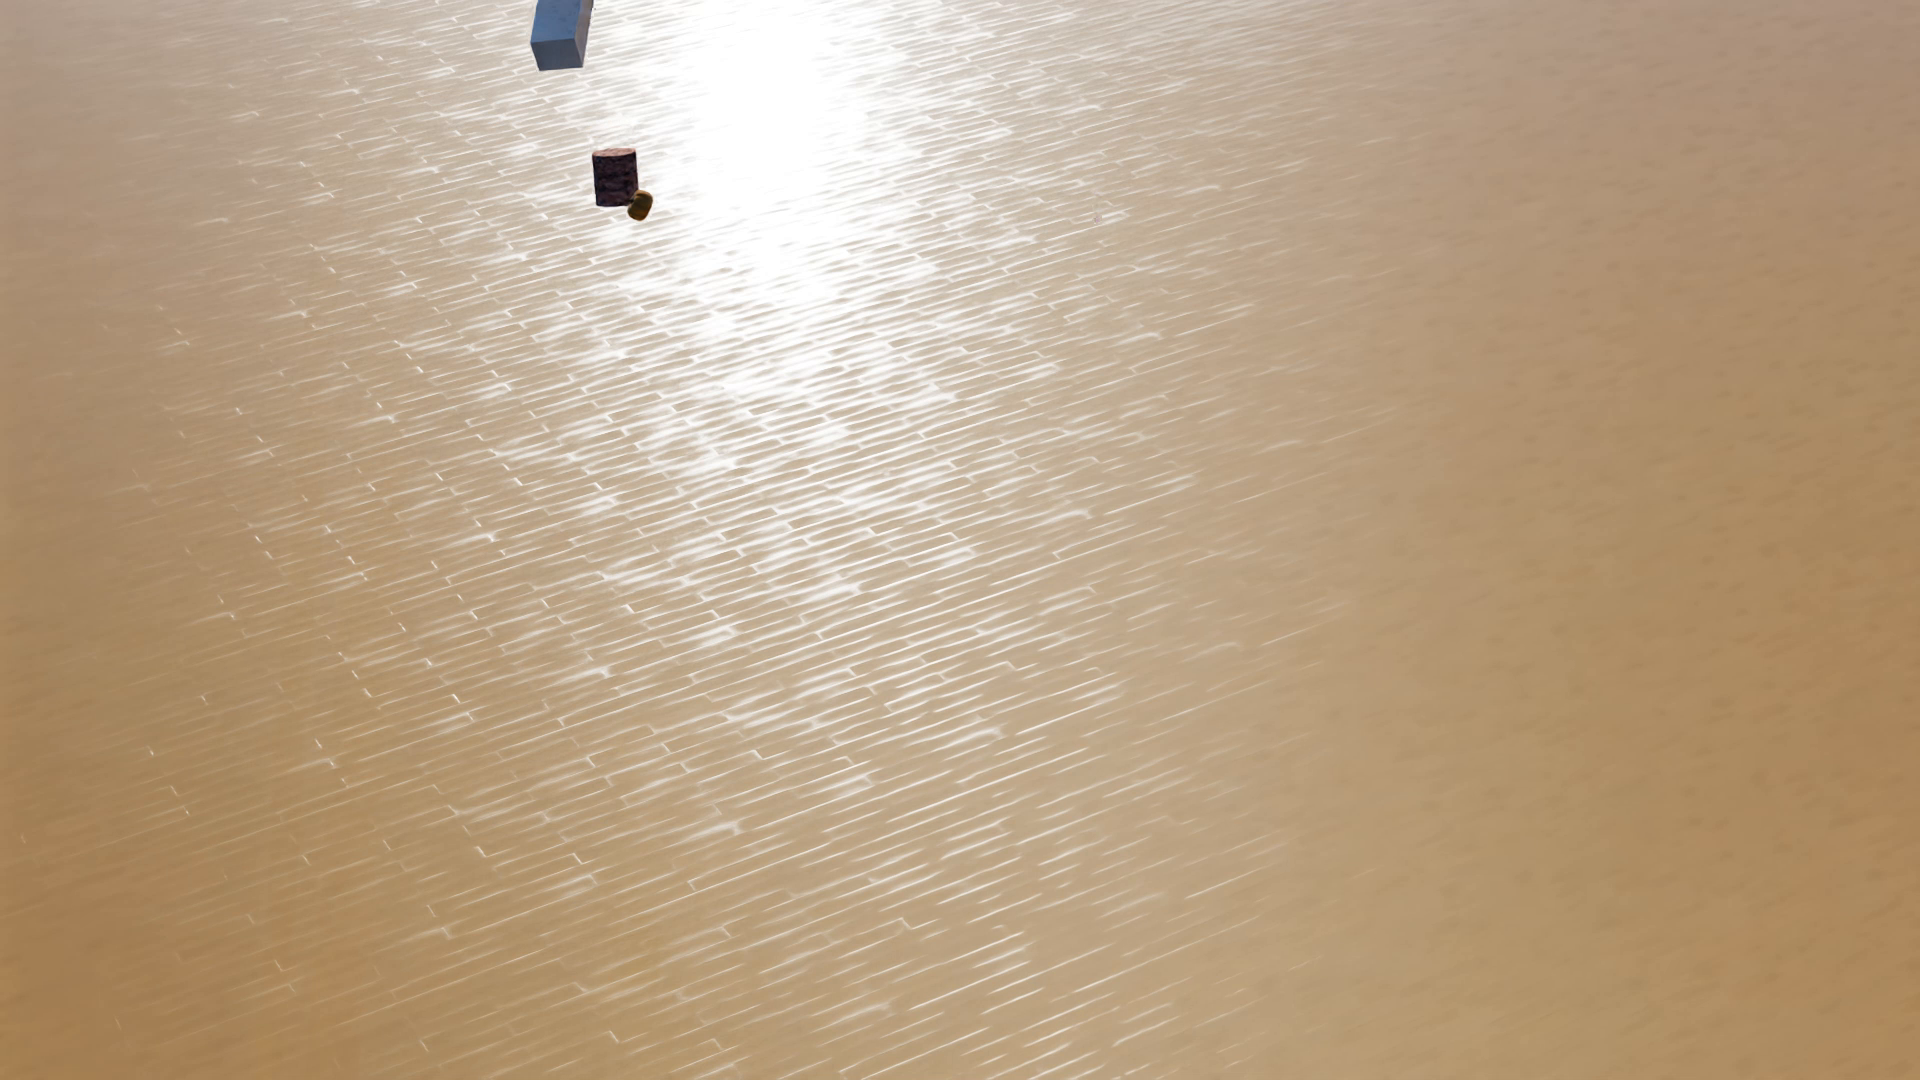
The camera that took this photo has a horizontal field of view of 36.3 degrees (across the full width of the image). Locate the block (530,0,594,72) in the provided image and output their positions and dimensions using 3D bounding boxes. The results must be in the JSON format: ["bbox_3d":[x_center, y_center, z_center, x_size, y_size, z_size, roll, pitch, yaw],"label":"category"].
[{"bbox_3d":[-1.341,-1.745,9.881,0.152,0.126,0.340,-4,49,7],"label":"block"}]

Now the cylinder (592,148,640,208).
[{"bbox_3d":[-1.062,-1.119,9.052,0.138,0.163,0.088,-7,24,-12],"label":"cylinder"}]
